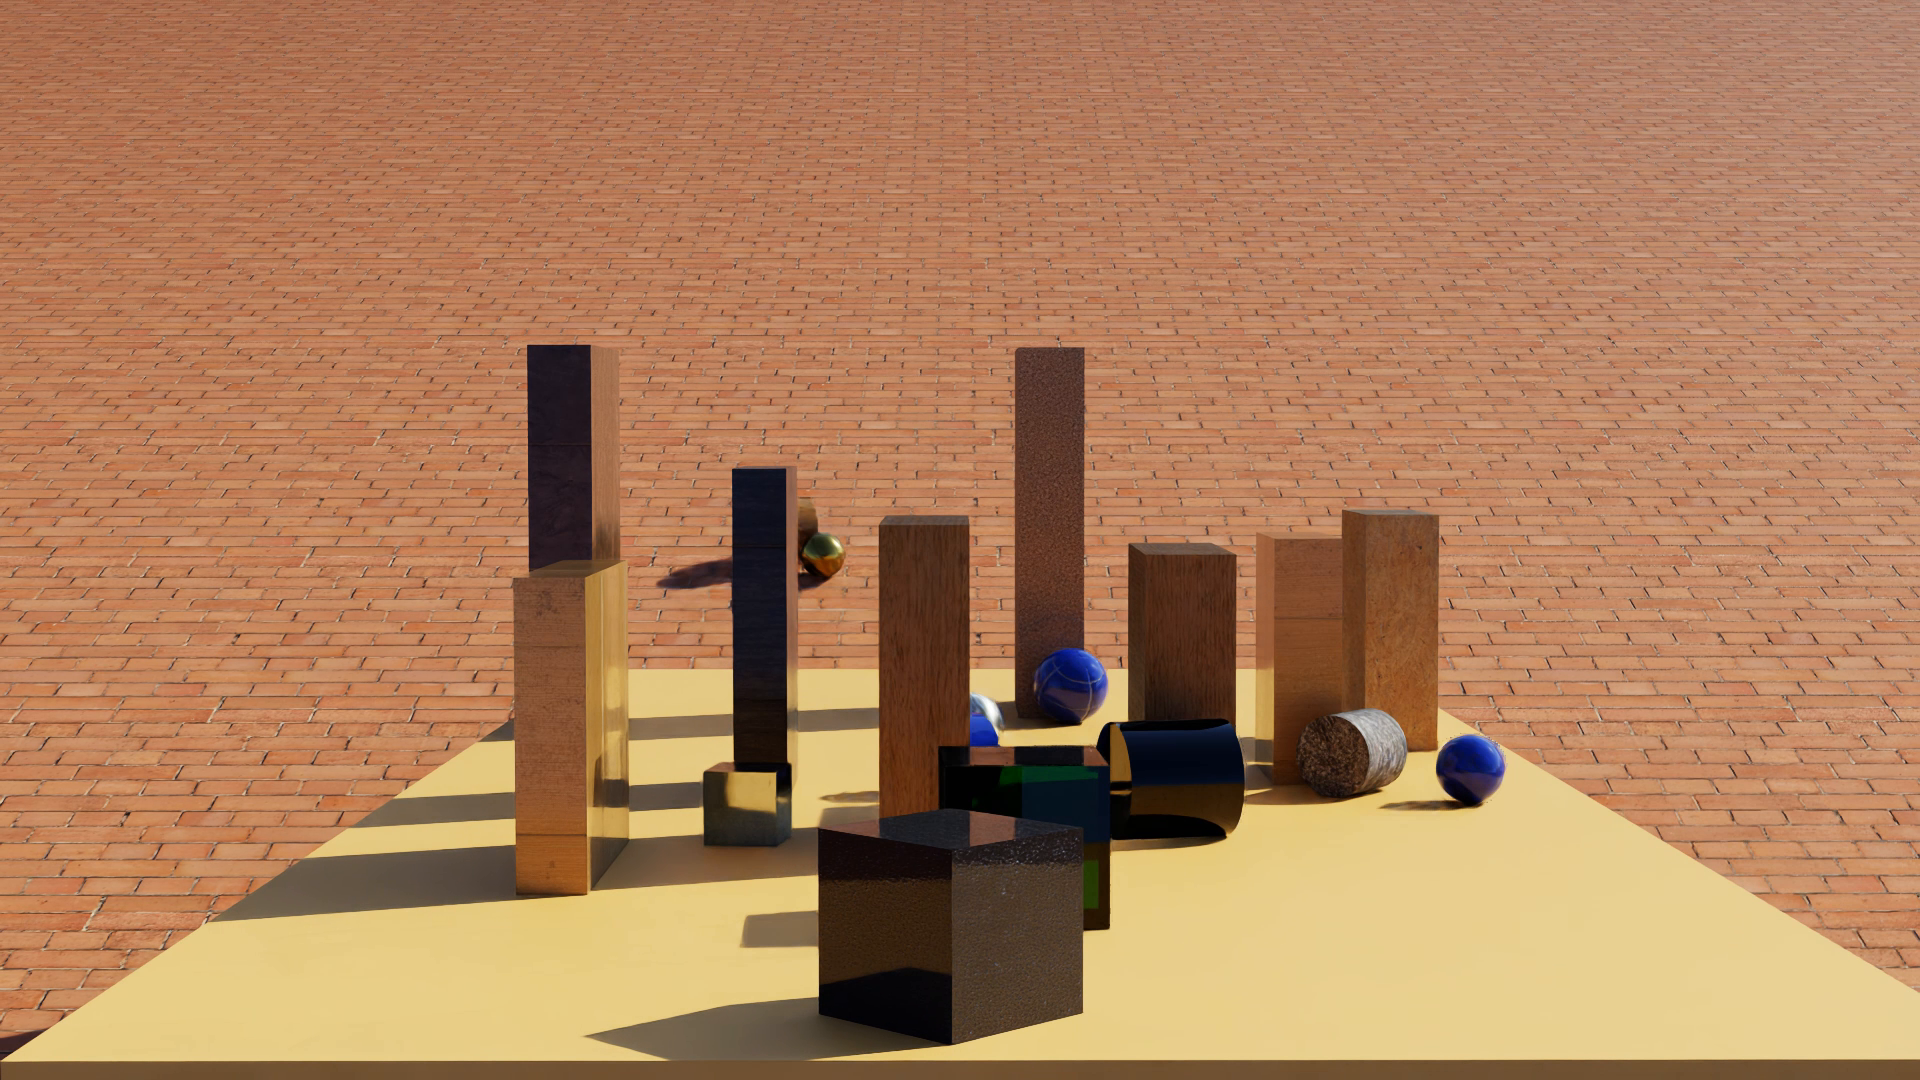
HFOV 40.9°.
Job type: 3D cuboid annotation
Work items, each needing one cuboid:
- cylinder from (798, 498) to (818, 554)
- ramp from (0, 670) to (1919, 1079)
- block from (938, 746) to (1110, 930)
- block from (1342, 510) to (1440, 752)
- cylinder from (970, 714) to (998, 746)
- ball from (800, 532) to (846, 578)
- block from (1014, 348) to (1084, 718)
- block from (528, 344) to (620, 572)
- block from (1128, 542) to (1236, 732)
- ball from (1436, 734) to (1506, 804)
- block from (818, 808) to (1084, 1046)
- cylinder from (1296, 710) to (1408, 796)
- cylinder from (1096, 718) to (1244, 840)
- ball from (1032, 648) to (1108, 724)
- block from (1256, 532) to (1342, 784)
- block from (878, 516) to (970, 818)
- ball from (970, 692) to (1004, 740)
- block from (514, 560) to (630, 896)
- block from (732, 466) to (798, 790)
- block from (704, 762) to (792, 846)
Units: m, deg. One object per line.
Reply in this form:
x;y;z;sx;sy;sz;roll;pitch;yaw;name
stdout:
-0.511;-0.033;7.416;0.162;0.162;0.162;-6;23;-21;cylinder
0.052;0.470;4.535;2.000;0.100;4.000;0;3;0;ramp
0.079;0.376;3.277;0.204;0.204;0.204;0;3;-3;block
0.840;0.170;5.047;0.138;0.451;0.310;0;3;0;block
-0.023;0.363;4.370;0.129;0.129;0.129;-2;20;-34;cylinder
-0.389;0.043;7.298;0.128;0.128;0.128;0;22;0;ball
0.193;-0.022;5.602;0.139;0.784;0.350;0;3;0;block
-0.795;-0.007;5.332;0.126;0.781;0.431;0;3;0;block
0.358;0.225;4.190;0.141;0.422;0.392;0;3;0;block
0.840;0.377;4.236;0.113;0.113;0.113;0;22;0;ball
-0.010;0.404;2.729;0.199;0.199;0.199;3;4;44;block
0.663;0.359;4.353;0.138;0.138;0.138;17;11;36;cylinder
0.315;0.361;3.891;0.178;0.178;0.178;-1;22;-15;cylinder
0.230;0.303;5.364;0.157;0.157;0.157;0;22;0;ball
0.601;0.204;4.578;0.117;0.426;0.271;0;3;0;block
-0.051;0.211;3.836;0.129;0.483;0.384;0;3;0;block
0.024;0.347;4.856;0.116;0.116;0.116;0;22;0;ball
-0.543;0.251;3.628;0.095;0.423;0.441;0;3;0;block
-0.330;0.152;4.378;0.089;0.551;0.283;0;3;0;block
-0.318;0.396;3.865;0.110;0.110;0.110;0;3;8;block
